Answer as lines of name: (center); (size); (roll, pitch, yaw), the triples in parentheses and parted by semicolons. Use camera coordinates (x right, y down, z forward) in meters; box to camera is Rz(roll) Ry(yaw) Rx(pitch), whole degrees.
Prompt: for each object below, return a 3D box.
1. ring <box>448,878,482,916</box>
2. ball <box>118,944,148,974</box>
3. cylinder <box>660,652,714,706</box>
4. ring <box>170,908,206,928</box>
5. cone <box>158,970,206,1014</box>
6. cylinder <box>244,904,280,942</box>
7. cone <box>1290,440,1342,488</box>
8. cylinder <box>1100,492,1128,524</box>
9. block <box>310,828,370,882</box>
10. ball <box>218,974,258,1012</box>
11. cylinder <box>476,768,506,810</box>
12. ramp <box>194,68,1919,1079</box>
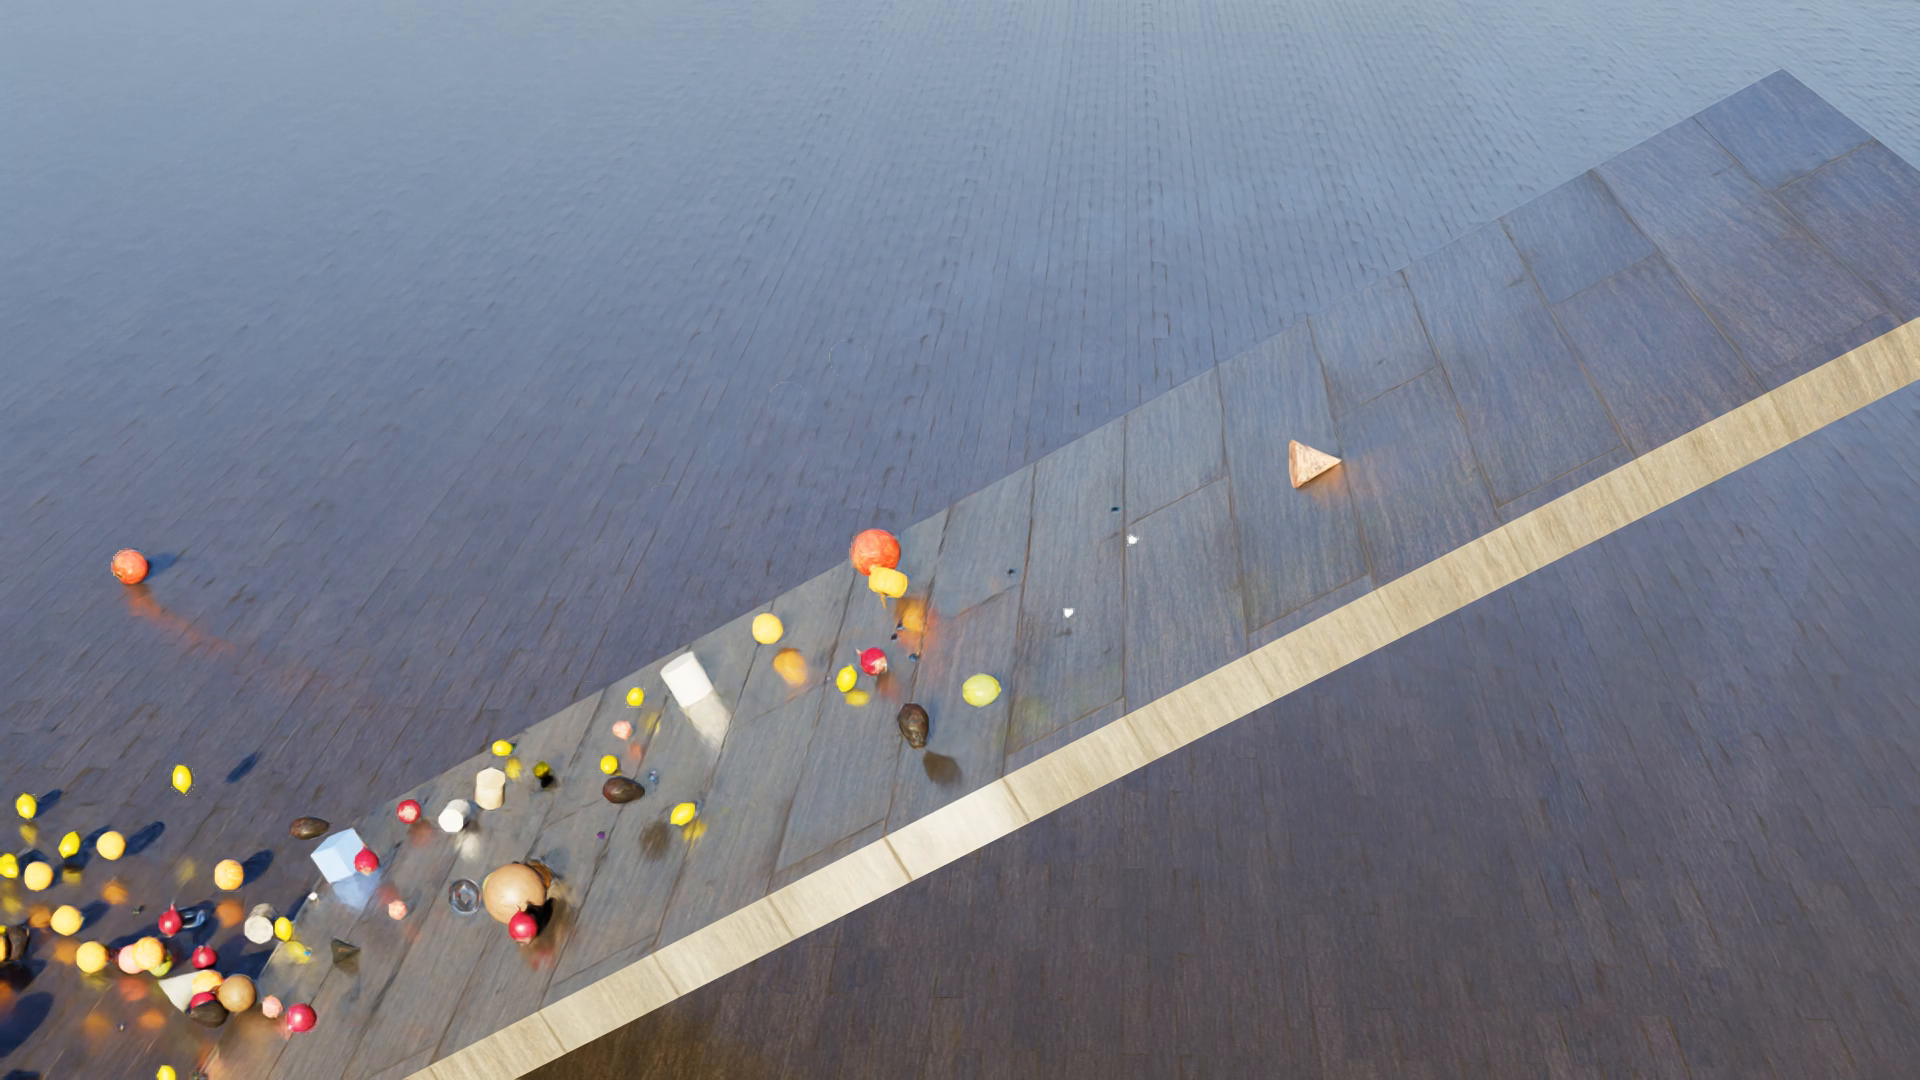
ring: (-1.060, 0.764, 6.298); (0.080, 0.080, 0.027); (9, 9, 26)
ball: (-1.957, 0.992, 6.963); (0.070, 0.070, 0.070); (0, 18, 0)
cylinder: (-0.642, 0.328, 6.919); (0.092, 0.092, 0.092); (-29, 14, 8)
ring: (-1.896, 0.928, 7.228); (0.084, 0.028, 0.084); (1, 19, 0)
cone: (-1.770, 1.019, 6.758); (0.100, 0.100, 0.100); (-40, 30, -11)
cylinder: (-1.668, 0.916, 7.027); (0.070, 0.070, 0.070); (0, 17, 0)
cone: (0.721, -0.156, 5.926); (0.099, 0.099, 0.099); (-4, 18, -3)
cylinder: (0.337, -0.066, 6.429); (0.060, 0.060, 0.060); (0, 27, 0)
block: (-1.511, 0.770, 7.178); (0.084, 0.084, 0.084); (-20, 17, 35)
ball: (-1.609, 1.010, 6.557); (0.086, 0.086, 0.086); (0, 18, 0)
cylinder: (-1.048, 0.556, 6.566); (0.065, 0.065, 0.065); (6, 42, -6)
ramp: (0.142, 0.167, 6.283); (4.000, 0.100, 2.000); (-28, 15, 11)
